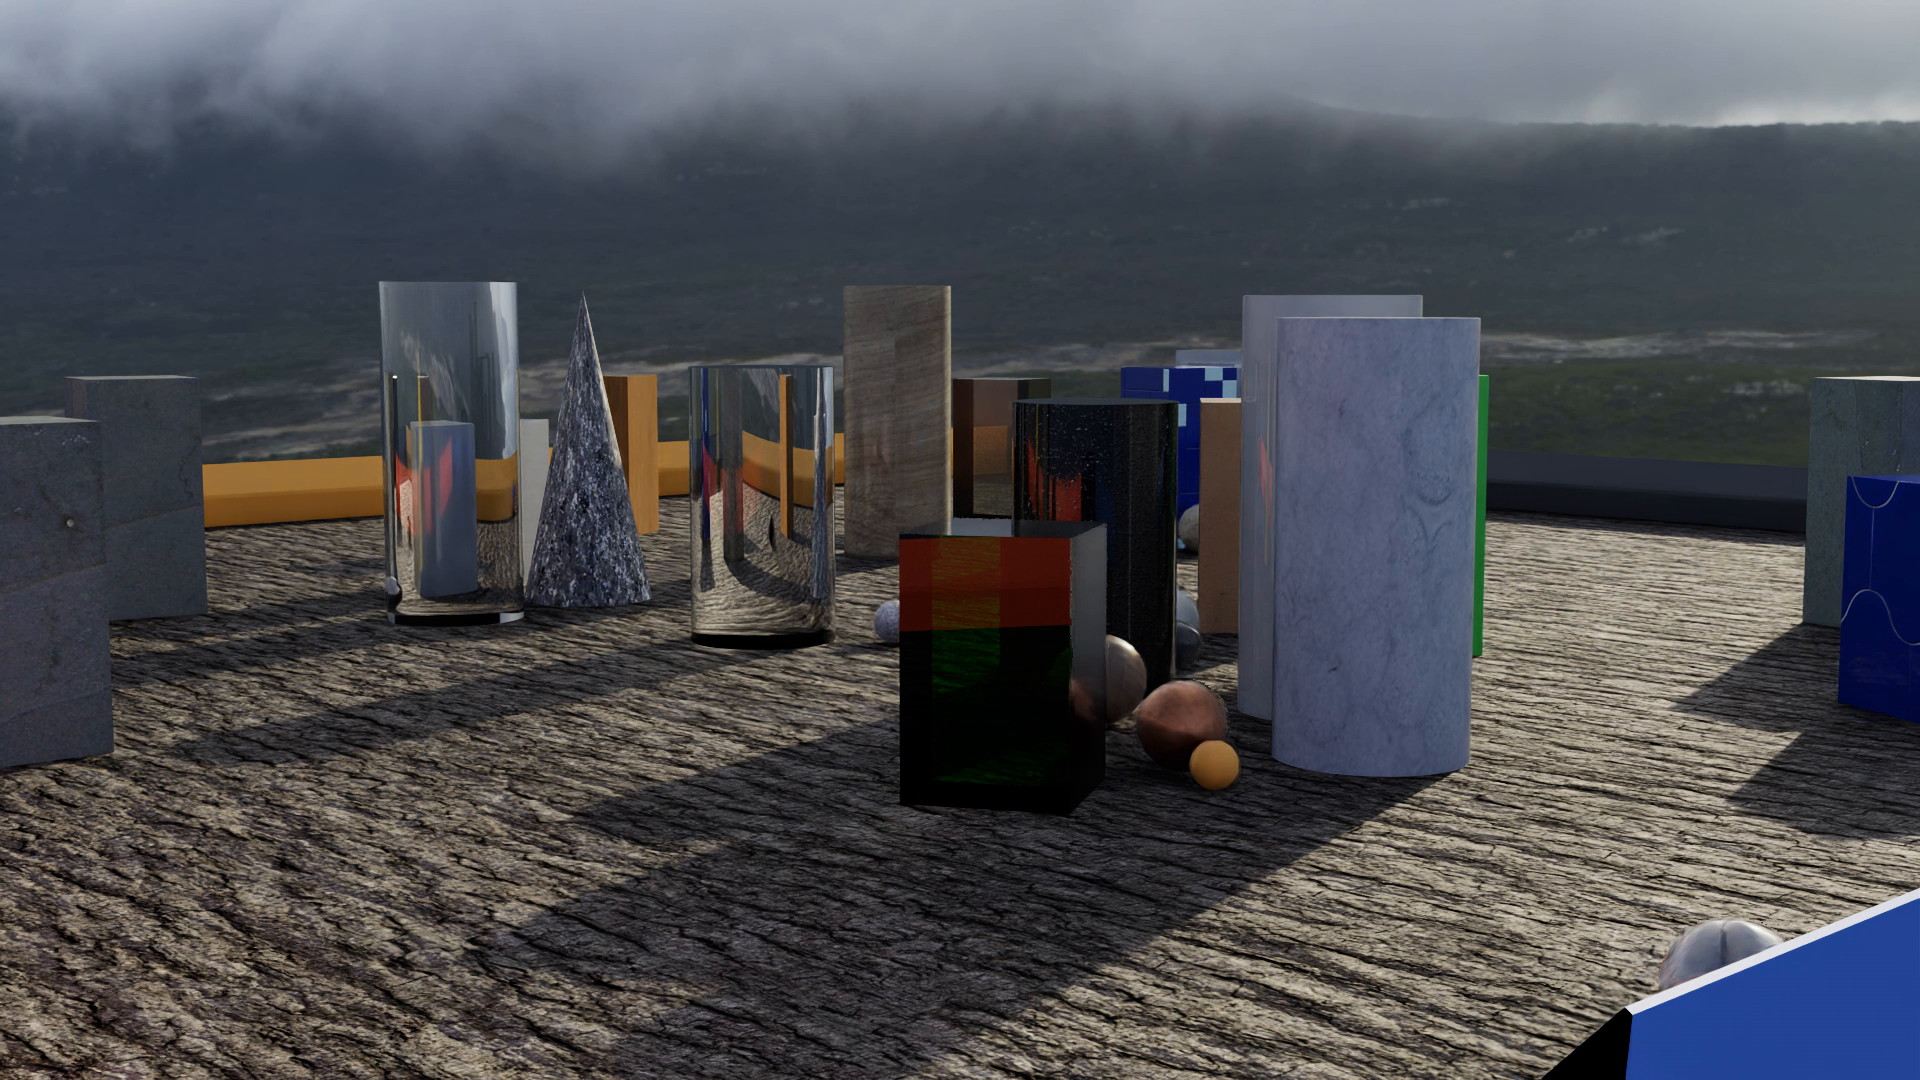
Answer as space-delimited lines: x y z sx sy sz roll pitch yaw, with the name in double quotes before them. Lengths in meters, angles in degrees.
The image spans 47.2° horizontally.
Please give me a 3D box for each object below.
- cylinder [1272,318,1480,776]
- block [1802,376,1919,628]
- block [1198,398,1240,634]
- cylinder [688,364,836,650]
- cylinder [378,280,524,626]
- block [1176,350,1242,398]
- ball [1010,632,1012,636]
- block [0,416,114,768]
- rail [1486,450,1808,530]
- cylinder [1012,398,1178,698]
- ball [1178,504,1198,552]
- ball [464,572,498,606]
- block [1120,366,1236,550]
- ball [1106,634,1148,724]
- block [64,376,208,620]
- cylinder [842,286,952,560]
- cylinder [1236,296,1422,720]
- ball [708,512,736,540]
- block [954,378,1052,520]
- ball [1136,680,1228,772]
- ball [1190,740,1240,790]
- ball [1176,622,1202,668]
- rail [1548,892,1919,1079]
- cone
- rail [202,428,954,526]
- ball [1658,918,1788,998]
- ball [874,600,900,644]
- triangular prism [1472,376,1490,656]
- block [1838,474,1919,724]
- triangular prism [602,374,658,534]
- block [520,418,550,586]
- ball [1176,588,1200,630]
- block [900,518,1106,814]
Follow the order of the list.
"cylinder" 0.410 -0.001 2.178 0.195 0.437 0.195 0 6 0
"block" 1.312 -0.053 3.097 0.156 0.349 0.156 -3 7 -26
"block" 0.416 -0.037 3.095 0.156 0.318 0.156 1 6 5
"cylinder" -0.266 -0.049 2.967 0.195 0.368 0.195 0 6 0
"cylinder" -0.732 -0.129 3.170 0.195 0.484 0.195 0 6 0
"block" 0.529 -0.199 4.414 0.156 0.364 0.156 2 6 22
"ball" 0.097 0.120 2.822 0.062 0.062 0.062 0 6 0
"block" -0.964 0.048 2.208 0.156 0.334 0.156 -5 8 -42
"rail" 1.451 -0.106 4.663 0.045 0.127 3.852 -5 8 -42
"cylinder" 0.158 0.005 2.595 0.195 0.338 0.195 0 6 0
"ball" 0.446 -0.021 4.026 0.092 0.092 0.092 0 6 0
"ball" -0.724 0.074 3.317 0.050 0.050 0.050 0 6 0
"block" 0.413 -0.160 4.180 0.156 0.337 0.156 -3 7 -30
"ball" 0.152 0.150 2.367 0.098 0.098 0.098 0 6 0
"block" -1.214 -0.066 3.239 0.156 0.346 0.156 -4 7 -33
"cylinder" -0.114 -0.217 3.997 0.195 0.487 0.195 0 6 0
"cylinder" 0.408 -0.039 2.436 0.195 0.460 0.195 0 6 0
"ball" -0.461 -0.028 4.260 0.057 0.057 0.057 0 6 0
"block" 0.091 -0.200 4.753 0.156 0.297 0.156 3 7 29
"ball" 0.215 0.180 2.129 0.088 0.088 0.088 0 6 0
"ball" 0.237 0.209 2.046 0.047 0.047 0.047 0 6 0
"ball" 0.271 0.130 2.735 0.059 0.059 0.059 0 6 0
"rail" 1.290 0.179 1.942 3.996 0.127 0.045 -5 8 -42
"cone" -0.576 -0.146 3.382 0.195 0.475 0.195 0 6 0
"rail" -1.290 -0.113 4.722 3.996 0.127 0.045 -5 8 -42
"ball" 0.458 0.268 1.302 0.085 0.085 0.085 0 6 0
"ball" -0.087 0.109 2.946 0.058 0.058 0.058 0 6 0
"triangular prism" 0.569 -0.034 2.860 0.169 0.361 0.147 -3 7 -25
"block" 1.096 0.062 2.439 0.156 0.258 0.156 -2 6 -14
"triangular prism" -0.664 -0.172 4.396 0.169 0.315 0.147 5 8 42
"block" -0.777 -0.062 3.583 0.156 0.265 0.156 2 6 20
"ball" 0.258 0.105 2.807 0.095 0.095 0.095 0 6 0
"block" 0.042 0.111 2.029 0.156 0.246 0.156 2 6 16
